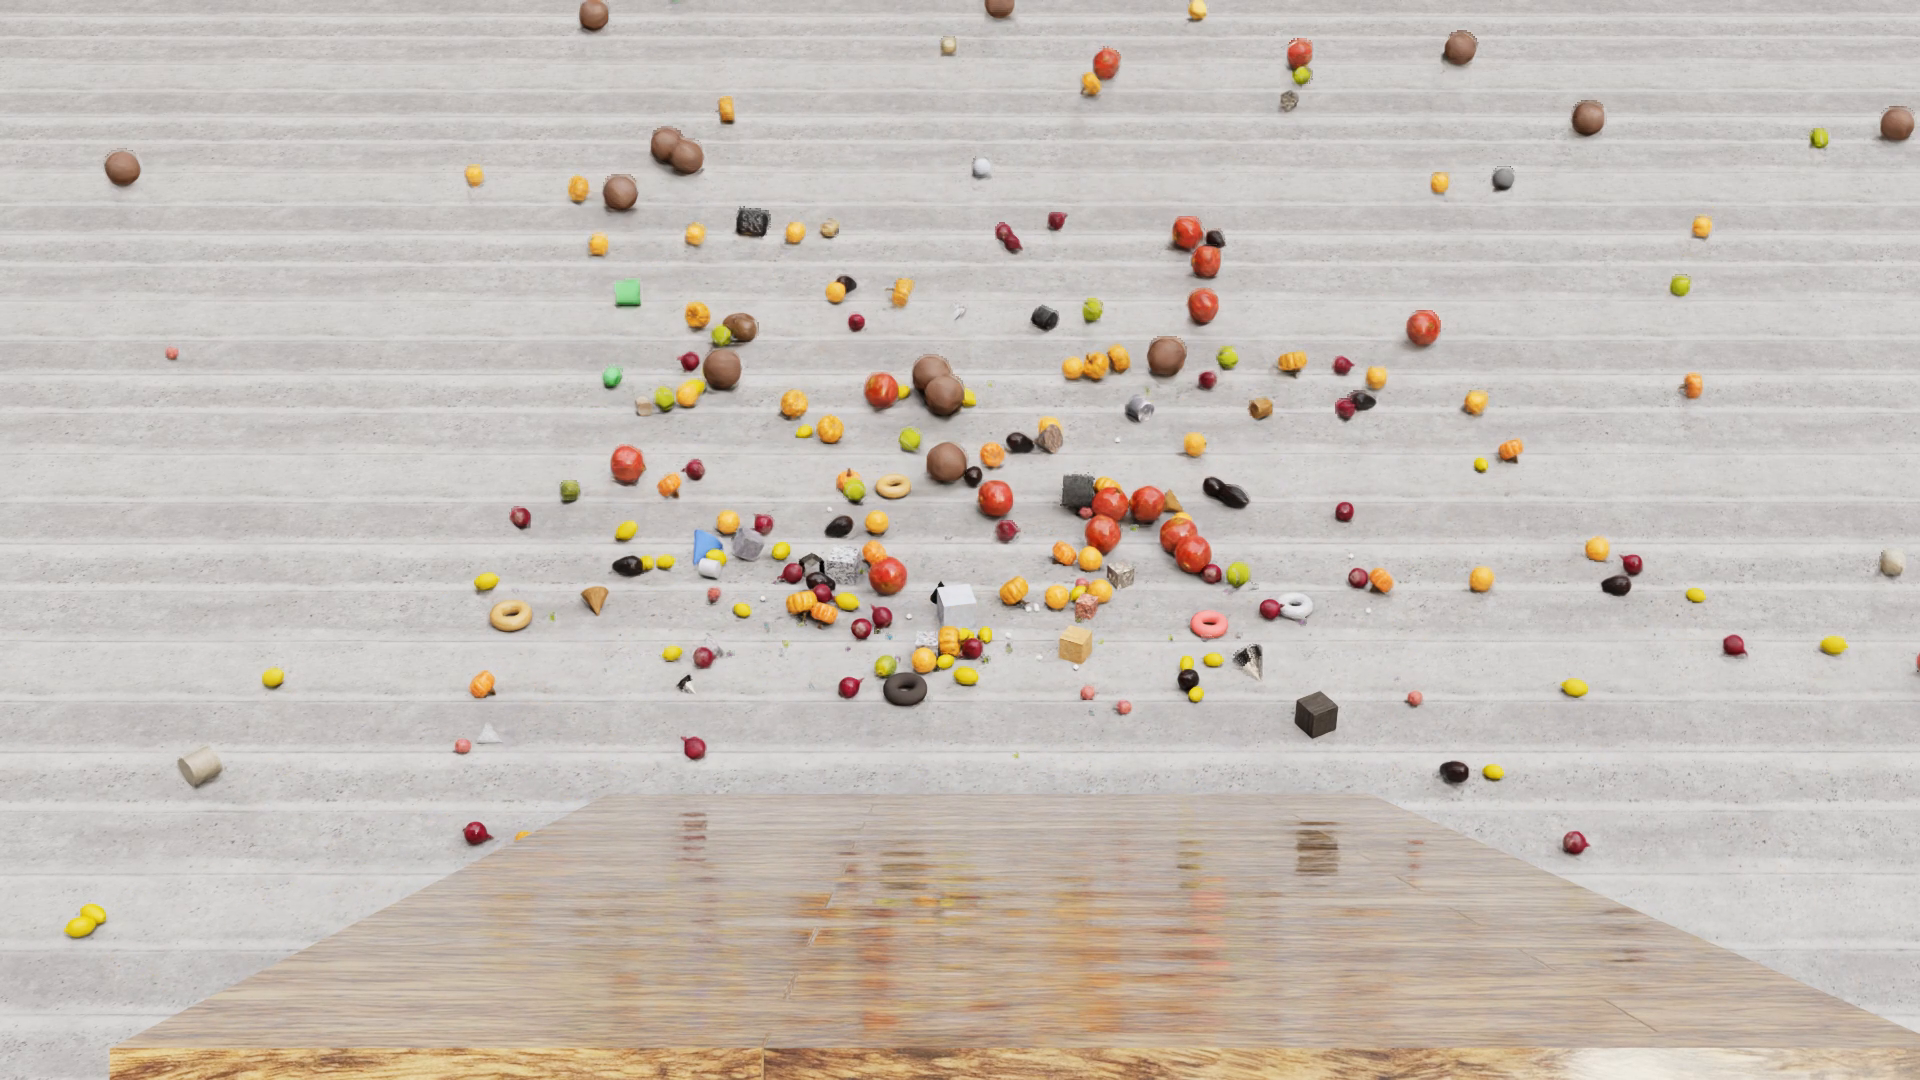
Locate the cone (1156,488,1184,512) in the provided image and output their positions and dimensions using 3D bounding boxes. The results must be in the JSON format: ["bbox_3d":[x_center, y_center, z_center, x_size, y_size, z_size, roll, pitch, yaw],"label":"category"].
[{"bbox_3d":[0.664,-0.106,8.050,0.079,0.079,0.079,30,37,-4],"label":"cone"}]

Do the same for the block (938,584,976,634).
[{"bbox_3d":[-0.009,0.199,7.552,0.096,0.096,0.096,-7,35,-10],"label":"block"}]

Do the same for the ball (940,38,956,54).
[{"bbox_3d":[-0.048,-2.064,10.861,0.068,0.068,0.068,0,35,0],"label":"ball"}]

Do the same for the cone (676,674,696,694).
[{"bbox_3d":[-0.760,0.415,7.304,0.052,0.052,0.052,46,51,14],"label":"cone"}]

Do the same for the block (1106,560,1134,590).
[{"bbox_3d":[0.478,0.103,7.726,0.058,0.058,0.058,-18,39,-25],"label":"block"}]

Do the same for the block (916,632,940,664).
[{"bbox_3d":[-0.093,0.306,7.426,0.064,0.064,0.064,2,35,3],"label":"block"}]

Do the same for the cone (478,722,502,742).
[{"bbox_3d":[-1.282,0.540,7.119,0.063,0.063,0.063,28,35,-7],"label":"cone"}]

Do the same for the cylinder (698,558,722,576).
[{"bbox_3d":[-0.748,0.083,7.759,0.053,0.053,0.053,-3,28,36],"label":"cylinder"}]

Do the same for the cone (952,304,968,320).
[{"bbox_3d":[-0.012,-0.785,9.043,0.056,0.056,0.056,16,64,22],"label":"cone"}]

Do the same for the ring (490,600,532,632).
[{"bbox_3d":[-1.309,0.220,7.572,0.126,0.042,0.126,-1,36,0],"label":"ring"}]

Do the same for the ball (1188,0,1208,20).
[{"bbox_3d":[1.022,-2.276,11.157,0.081,0.081,0.081,0,35,0],"label":"ball"}]

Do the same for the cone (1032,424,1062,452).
[{"bbox_3d":[0.267,-0.321,8.357,0.091,0.091,0.091,-7,24,41],"label":"cone"}]

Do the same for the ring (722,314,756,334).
[{"bbox_3d":[-0.764,-0.747,8.978,0.115,0.038,0.115,-1,34,1],"label":"ring"}]

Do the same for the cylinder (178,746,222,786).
[{"bbox_3d":[-2.041,0.606,6.976,0.081,0.081,0.081,29,44,35],"label":"cylinder"}]

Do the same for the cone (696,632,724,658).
[{"bbox_3d":[-0.726,0.315,7.441,0.072,0.072,0.072,-38,43,-5],"label":"cone"}]

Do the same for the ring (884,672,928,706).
[{"bbox_3d":[-0.153,0.418,7.285,0.125,0.042,0.125,0,36,0],"label":"ring"}]

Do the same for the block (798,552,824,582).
[{"bbox_3d":[-0.443,0.080,7.763,0.053,0.053,0.053,-29,44,-35],"label":"block"}]

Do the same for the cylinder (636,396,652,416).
[{"bbox_3d":[-1.037,-0.441,8.522,0.051,0.051,0.051,-9,36,-13],"label":"cylinder"}]

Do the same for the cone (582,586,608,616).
[{"bbox_3d":[-1.067,0.191,7.619,0.080,0.080,0.080,-7,62,-10],"label":"cone"}]

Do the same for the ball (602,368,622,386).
[{"bbox_3d":[-1.160,-0.544,8.660,0.063,0.063,0.063,0,35,0],"label":"ball"}]

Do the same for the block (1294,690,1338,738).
[{"bbox_3d":[0.982,0.481,7.157,0.081,0.081,0.081,-18,39,-24],"label":"block"}]

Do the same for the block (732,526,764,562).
[{"bbox_3d":[-0.639,0.012,7.830,0.066,0.066,0.066,18,26,-29],"label":"block"}]

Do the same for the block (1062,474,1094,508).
[{"bbox_3d":[0.366,-0.154,8.040,0.092,0.092,0.092,3,6,4],"label":"block"}]

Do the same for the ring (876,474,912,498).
[{"bbox_3d":[-0.208,-0.170,8.140,0.114,0.038,0.114,-1,34,1],"label":"ring"}]

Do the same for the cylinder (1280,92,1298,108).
[{"bbox_3d":[1.321,-1.767,10.413,0.066,0.066,0.066,8,11,12],"label":"cylinder"}]

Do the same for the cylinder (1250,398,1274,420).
[{"bbox_3d":[0.987,-0.429,8.501,0.055,0.055,0.055,-19,39,-26],"label":"cylinder"}]

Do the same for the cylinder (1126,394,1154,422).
[{"bbox_3d":[0.588,-0.431,8.493,0.067,0.067,0.067,-22,38,-29],"label":"cylinder"}]

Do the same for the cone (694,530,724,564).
[{"bbox_3d":[-0.780,0.038,7.833,0.098,0.098,0.098,18,65,25],"label":"cone"}]

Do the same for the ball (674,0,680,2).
[{"bbox_3d":[-1.233,-2.392,11.318,0.089,0.089,0.089,0,35,0],"label":"ball"}]

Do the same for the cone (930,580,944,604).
[{"bbox_3d":[-0.057,0.146,7.658,0.065,0.065,0.065,0,35,0],"label":"cone"}]

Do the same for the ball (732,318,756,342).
[{"bbox_3d":[-0.737,-0.721,8.890,0.084,0.084,0.084,0,35,0],"label":"ball"}]

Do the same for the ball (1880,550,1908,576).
[{"bbox_3d":[2.791,0.068,7.761,0.076,0.076,0.076,0,35,0],"label":"ball"}]

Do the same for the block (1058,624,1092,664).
[{"bbox_3d":[0.331,0.299,7.429,0.072,0.072,0.072,16,38,21],"label":"block"}]

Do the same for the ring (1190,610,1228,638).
[{"bbox_3d":[0.724,0.244,7.541,0.110,0.037,0.110,0,36,0],"label":"ring"}]

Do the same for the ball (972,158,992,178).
[{"bbox_3d":[0.085,-1.423,9.926,0.074,0.074,0.074,0,35,0],"label":"ball"}]

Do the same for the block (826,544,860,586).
[{"bbox_3d":[-0.346,0.075,7.744,0.083,0.083,0.083,7,35,9],"label":"block"}]

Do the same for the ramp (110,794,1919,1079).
[{"bbox_3d":[0.076,0.659,4.817,2.000,0.100,4.000,0,-2,0],"label":"ramp"}]

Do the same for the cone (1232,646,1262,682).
[{"bbox_3d":[0.835,0.364,7.360,0.095,0.095,0.095,-17,65,-23],"label":"cone"}]

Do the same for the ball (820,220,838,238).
[{"bbox_3d":[-0.483,-1.142,9.528,0.063,0.063,0.063,0,35,0],"label":"ball"}]

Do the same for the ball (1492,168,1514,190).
[{"bbox_3d":[2.059,-1.367,9.837,0.082,0.082,0.082,0,35,0],"label":"ball"}]

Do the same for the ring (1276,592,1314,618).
[{"bbox_3d":[0.981,0.192,7.616,0.110,0.037,0.110,0,33,0],"label":"ring"}]

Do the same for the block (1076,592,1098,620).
[{"bbox_3d":[0.371,0.194,7.601,0.050,0.050,0.050,15,37,21],"label":"block"}]
